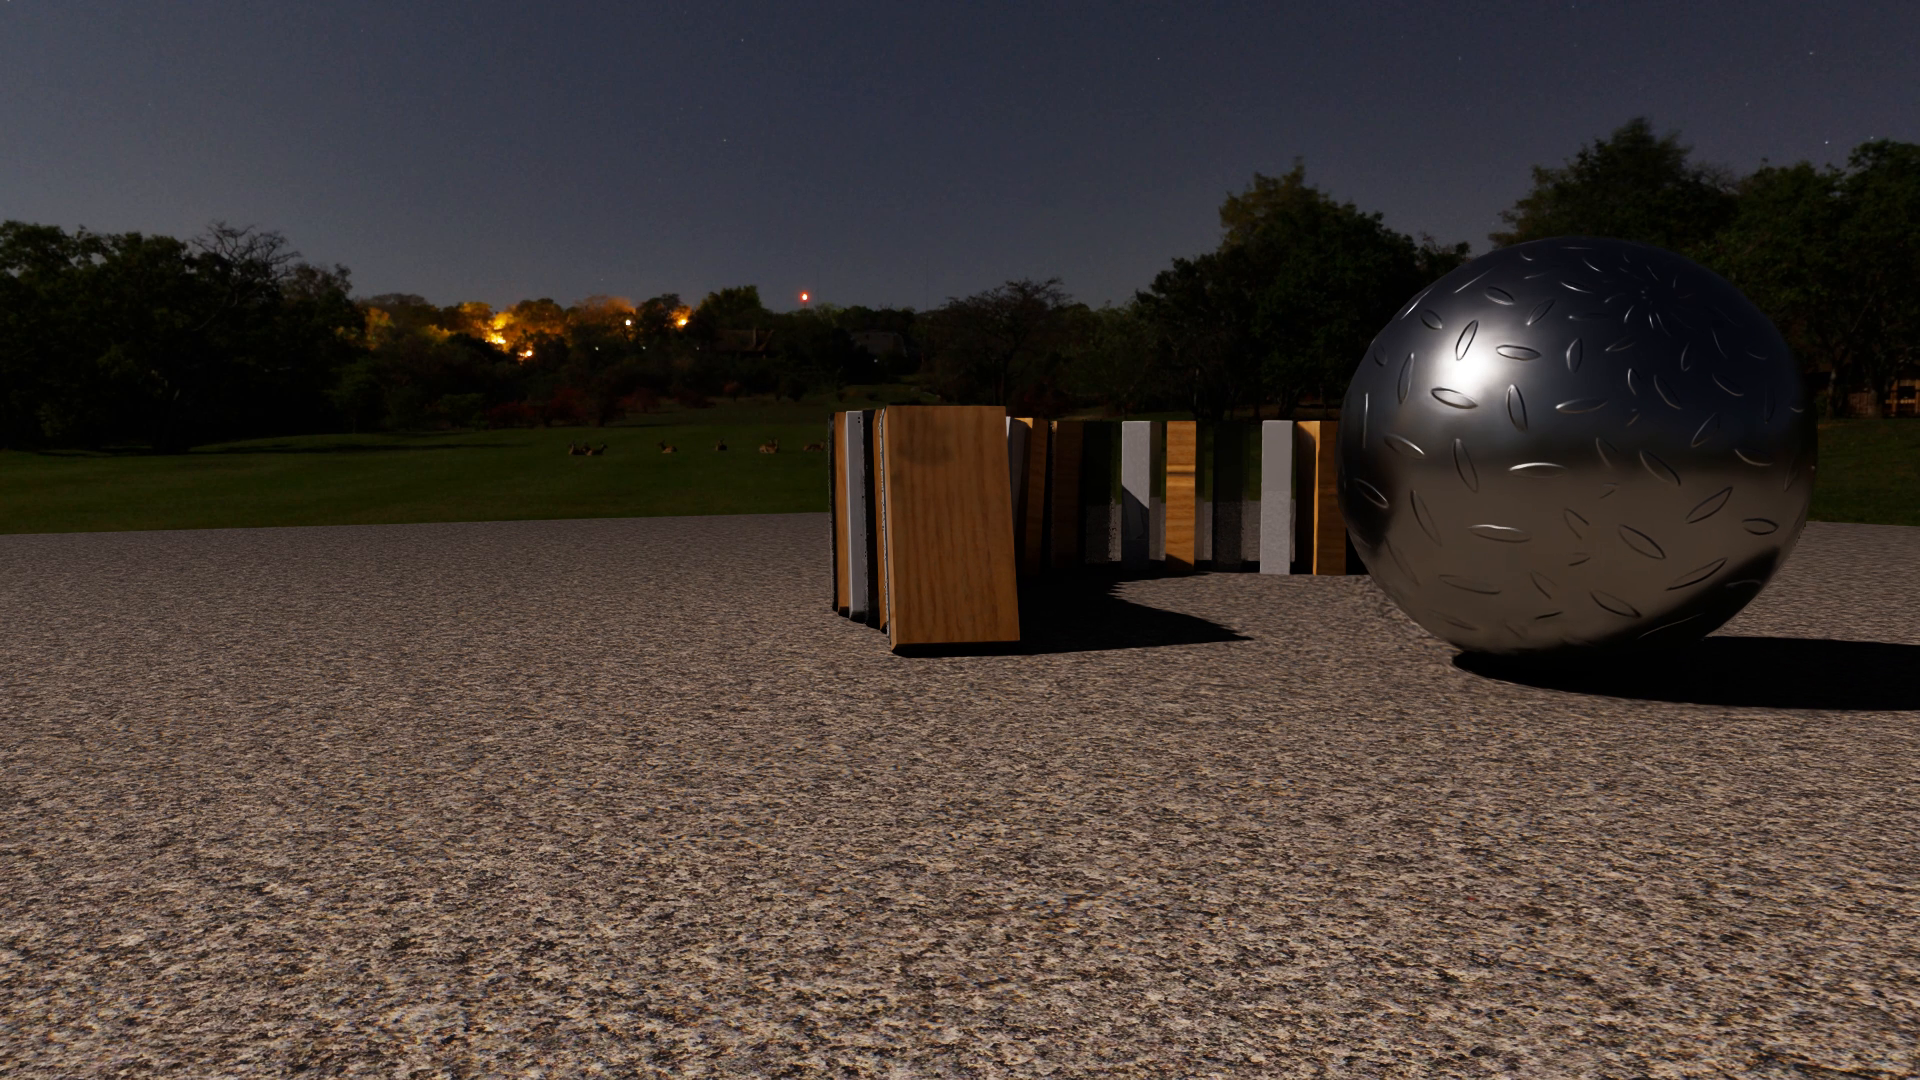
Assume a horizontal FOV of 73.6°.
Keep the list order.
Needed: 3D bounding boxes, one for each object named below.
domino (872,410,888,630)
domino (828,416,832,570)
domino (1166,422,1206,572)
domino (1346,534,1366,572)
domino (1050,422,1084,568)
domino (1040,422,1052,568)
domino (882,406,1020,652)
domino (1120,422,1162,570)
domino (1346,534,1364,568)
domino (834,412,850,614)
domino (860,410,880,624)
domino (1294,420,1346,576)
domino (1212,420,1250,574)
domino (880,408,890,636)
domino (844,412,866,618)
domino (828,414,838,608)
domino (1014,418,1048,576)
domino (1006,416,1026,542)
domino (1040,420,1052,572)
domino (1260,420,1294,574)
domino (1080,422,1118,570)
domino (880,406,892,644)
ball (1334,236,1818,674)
[{"bbox_3d":[-0.006,-0.005,0.296,0.025,0.050,0.009,-1,-14,-9],"label":"domino"},{"bbox_3d":[-0.022,-0.009,0.344,0.025,0.050,0.009,-1,-14,-8],"label":"domino"},{"bbox_3d":[0.077,-0.015,0.439,0.010,0.050,0.025,1,5,18],"label":"domino"},{"bbox_3d":[0.137,-0.015,0.429,0.009,0.050,0.025,-4,6,-43],"label":"domino"},{"bbox_3d":[0.035,-0.016,0.450,0.009,0.050,0.025,0,4,-10],"label":"domino"},{"bbox_3d":[0.018,-0.016,0.445,0.025,0.050,0.009,2,3,29],"label":"domino"},{"bbox_3d":[-0.002,-0.003,0.267,0.025,0.050,0.010,-1,-14,-9],"label":"domino"},{"bbox_3d":[0.063,-0.016,0.443,0.009,0.050,0.025,1,4,17],"label":"domino"},{"bbox_3d":[0.140,-0.016,0.443,0.025,0.050,0.010,2,5,23],"label":"domino"},{"bbox_3d":[-0.019,-0.007,0.325,0.025,0.050,0.009,-1,-14,-8],"label":"domino"},{"bbox_3d":[-0.010,-0.006,0.306,0.025,0.050,0.009,-1,-14,-9],"label":"domino"},{"bbox_3d":[0.120,-0.014,0.426,0.010,0.050,0.025,0,4,-1],"label":"domino"},{"bbox_3d":[0.092,-0.015,0.434,0.009,0.050,0.025,1,5,18],"label":"domino"},{"bbox_3d":[-0.004,-0.004,0.287,0.025,0.050,0.010,-1,-14,-9],"label":"domino"},{"bbox_3d":[-0.015,-0.006,0.315,0.025,0.050,0.009,-1,-14,-8],"label":"domino"},{"bbox_3d":[-0.021,-0.008,0.335,0.025,0.050,0.009,-1,-14,-8],"label":"domino"},{"bbox_3d":[0.014,-0.014,0.417,0.025,0.050,0.009,3,0,36],"label":"domino"},{"bbox_3d":[0.006,-0.014,0.409,0.025,0.050,0.010,3,-5,36],"label":"domino"},{"bbox_3d":[0.018,-0.015,0.431,0.025,0.050,0.009,1,2,14],"label":"domino"},{"bbox_3d":[0.106,-0.015,0.430,0.010,0.050,0.025,1,4,15],"label":"domino"},{"bbox_3d":[0.049,-0.016,0.448,0.010,0.050,0.025,2,5,12],"label":"domino"},{"bbox_3d":[-0.003,-0.003,0.277,0.025,0.050,0.009,-1,-14,-9],"label":"domino"},{"bbox_3d":[0.111,-0.015,0.237,0.080,0.080,0.080,0,4,0],"label":"ball"}]
